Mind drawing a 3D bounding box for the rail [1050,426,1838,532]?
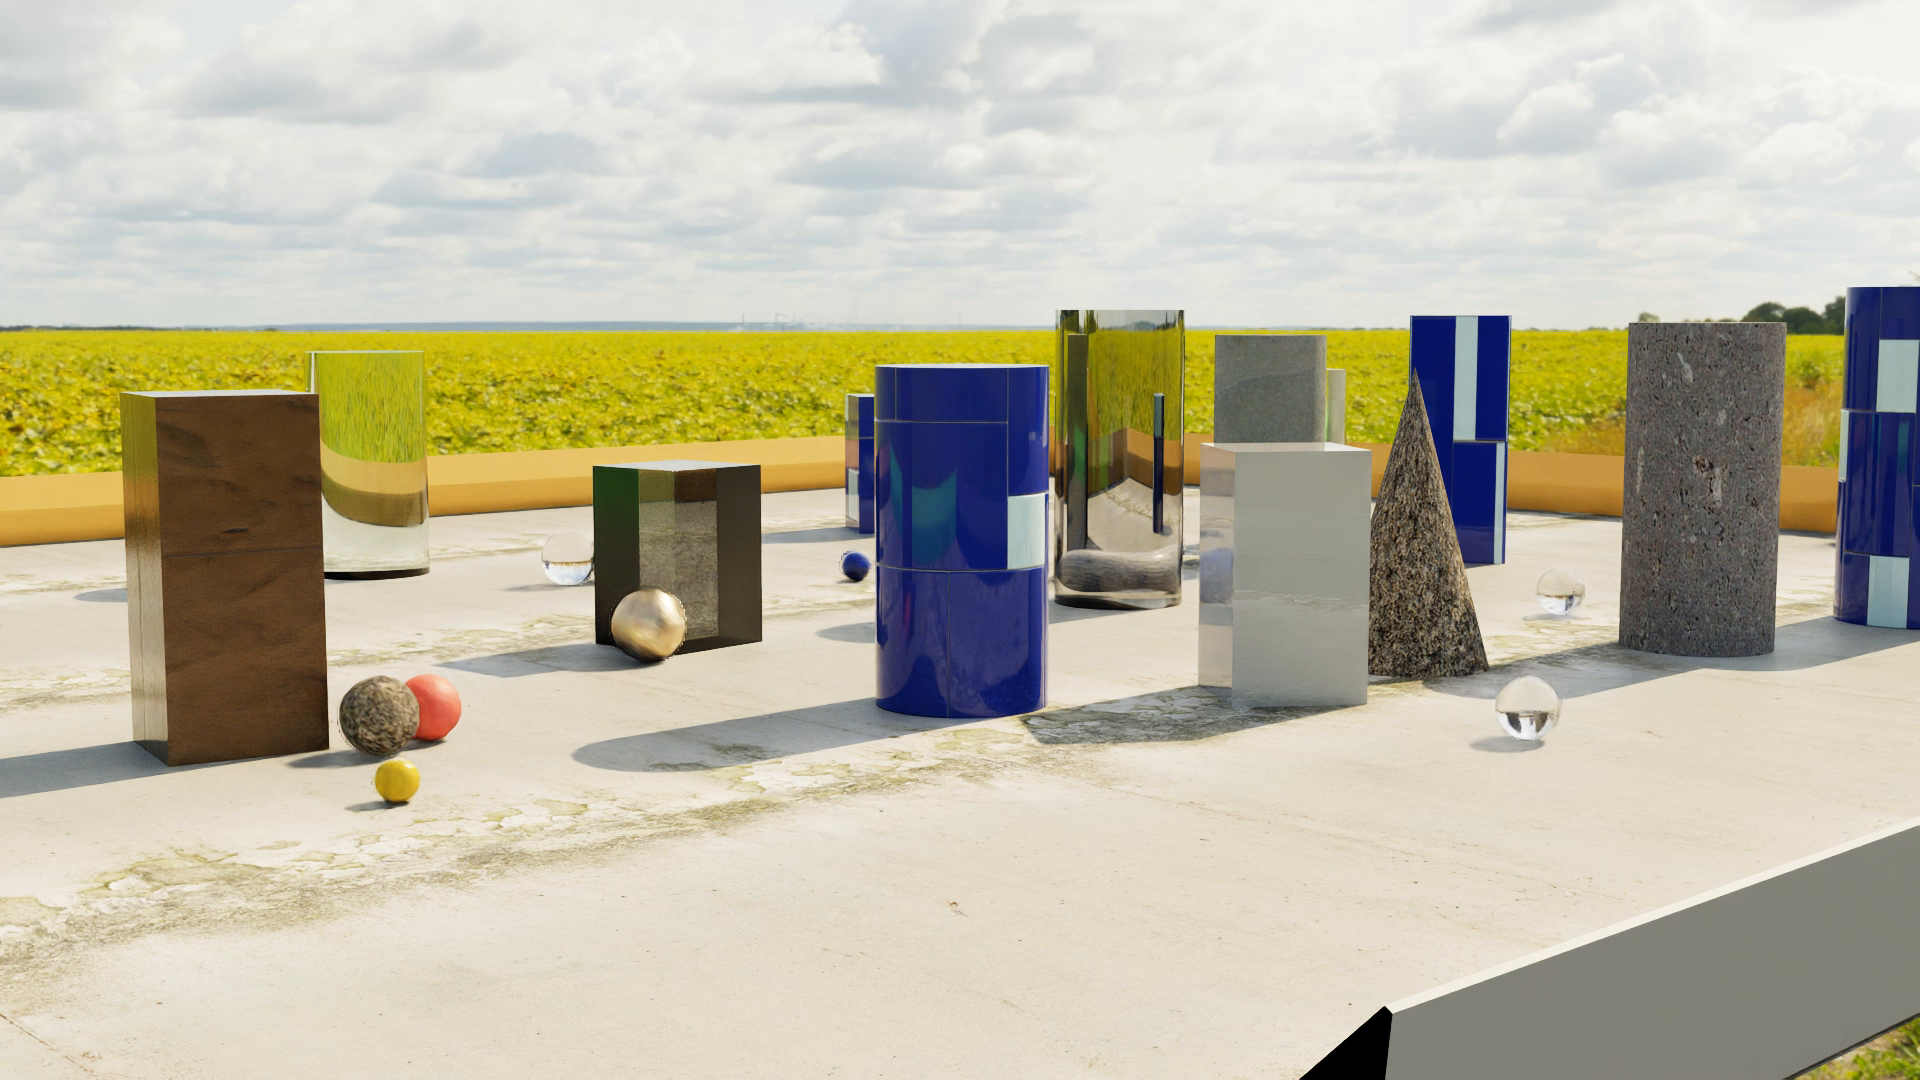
[{"bbox_3d":[1.479,-0.108,4.689,0.045,0.128,3.704,-5,8,-42],"label":"rail"}]

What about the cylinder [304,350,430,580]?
[{"bbox_3d":[-1.001,-0.130,3.716,0.197,0.375,0.197,0,6,0],"label":"cylinder"}]

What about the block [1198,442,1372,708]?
[{"bbox_3d":[0.373,0.036,2.544,0.158,0.288,0.158,-1,6,-8],"label":"block"}]

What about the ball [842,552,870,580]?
[{"bbox_3d":[-0.171,0.043,3.632,0.048,0.048,0.048,0,6,0],"label":"ball"}]

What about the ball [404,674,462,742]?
[{"bbox_3d":[-0.552,0.174,2.278,0.070,0.070,0.070,0,6,0],"label":"ball"}]

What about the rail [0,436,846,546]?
[{"bbox_3d":[-1.240,-0.106,4.668,4.071,0.128,0.045,-5,8,-42],"label":"rail"}]

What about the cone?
[{"bbox_3d":[0.565,-0.029,2.751,0.197,0.375,0.197,0,6,0],"label":"cone"}]

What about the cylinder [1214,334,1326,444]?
[{"bbox_3d":[0.550,-0.164,3.913,0.197,0.401,0.197,0,6,0],"label":"cylinder"}]

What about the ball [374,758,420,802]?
[{"bbox_3d":[-0.510,0.218,1.994,0.041,0.041,0.041,0,6,0],"label":"ball"}]

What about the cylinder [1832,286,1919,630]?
[{"bbox_3d":[1.363,-0.122,3.143,0.197,0.477,0.197,0,6,0],"label":"cylinder"}]

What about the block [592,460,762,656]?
[{"bbox_3d":[-0.377,0.019,2.944,0.158,0.239,0.158,5,8,39],"label":"block"}]

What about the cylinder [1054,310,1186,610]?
[{"bbox_3d":[0.242,-0.127,3.349,0.197,0.445,0.197,0,6,0],"label":"cylinder"}]

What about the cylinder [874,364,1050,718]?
[{"bbox_3d":[0.002,-0.005,2.484,0.197,0.383,0.197,0,6,0],"label":"cylinder"}]

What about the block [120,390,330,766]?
[{"bbox_3d":[-0.750,0.031,2.241,0.158,0.361,0.158,-4,7,-32],"label":"block"}]

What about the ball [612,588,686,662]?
[{"bbox_3d":[-0.396,0.108,2.793,0.093,0.093,0.093,0,6,0],"label":"ball"}]

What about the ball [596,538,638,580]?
[{"bbox_3d":[-0.566,0.032,3.631,0.070,0.070,0.070,0,6,0],"label":"ball"}]

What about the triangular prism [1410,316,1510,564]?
[{"bbox_3d":[0.898,-0.185,3.948,0.171,0.436,0.148,2,6,16],"label":"triangular prism"}]

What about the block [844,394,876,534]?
[{"bbox_3d":[-0.142,-0.158,4.474,0.158,0.273,0.158,-1,6,-13],"label":"block"}]

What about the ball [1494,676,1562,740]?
[{"bbox_3d":[0.589,0.175,2.281,0.068,0.068,0.068,0,6,0],"label":"ball"}]

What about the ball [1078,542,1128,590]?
[{"bbox_3d":[0.228,0.042,3.503,0.077,0.077,0.077,0,6,0],"label":"ball"}]

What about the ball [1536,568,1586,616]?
[{"bbox_3d":[0.878,0.076,3.216,0.070,0.070,0.070,0,6,0],"label":"ball"}]

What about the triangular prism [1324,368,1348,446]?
[{"bbox_3d":[0.657,-0.170,4.307,0.171,0.331,0.148,0,6,0],"label":"triangular prism"}]

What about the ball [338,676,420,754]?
[{"bbox_3d":[-0.583,0.176,2.210,0.079,0.079,0.079,0,6,0],"label":"ball"}]

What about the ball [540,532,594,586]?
[{"bbox_3d":[-0.634,0.030,3.563,0.089,0.089,0.089,0,6,0],"label":"ball"}]

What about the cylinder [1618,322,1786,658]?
[{"bbox_3d":[0.979,-0.072,2.905,0.197,0.428,0.197,0,6,0],"label":"cylinder"}]

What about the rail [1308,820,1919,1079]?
[{"bbox_3d":[1.240,0.173,1.996,4.071,0.128,0.045,-5,8,-42],"label":"rail"}]
